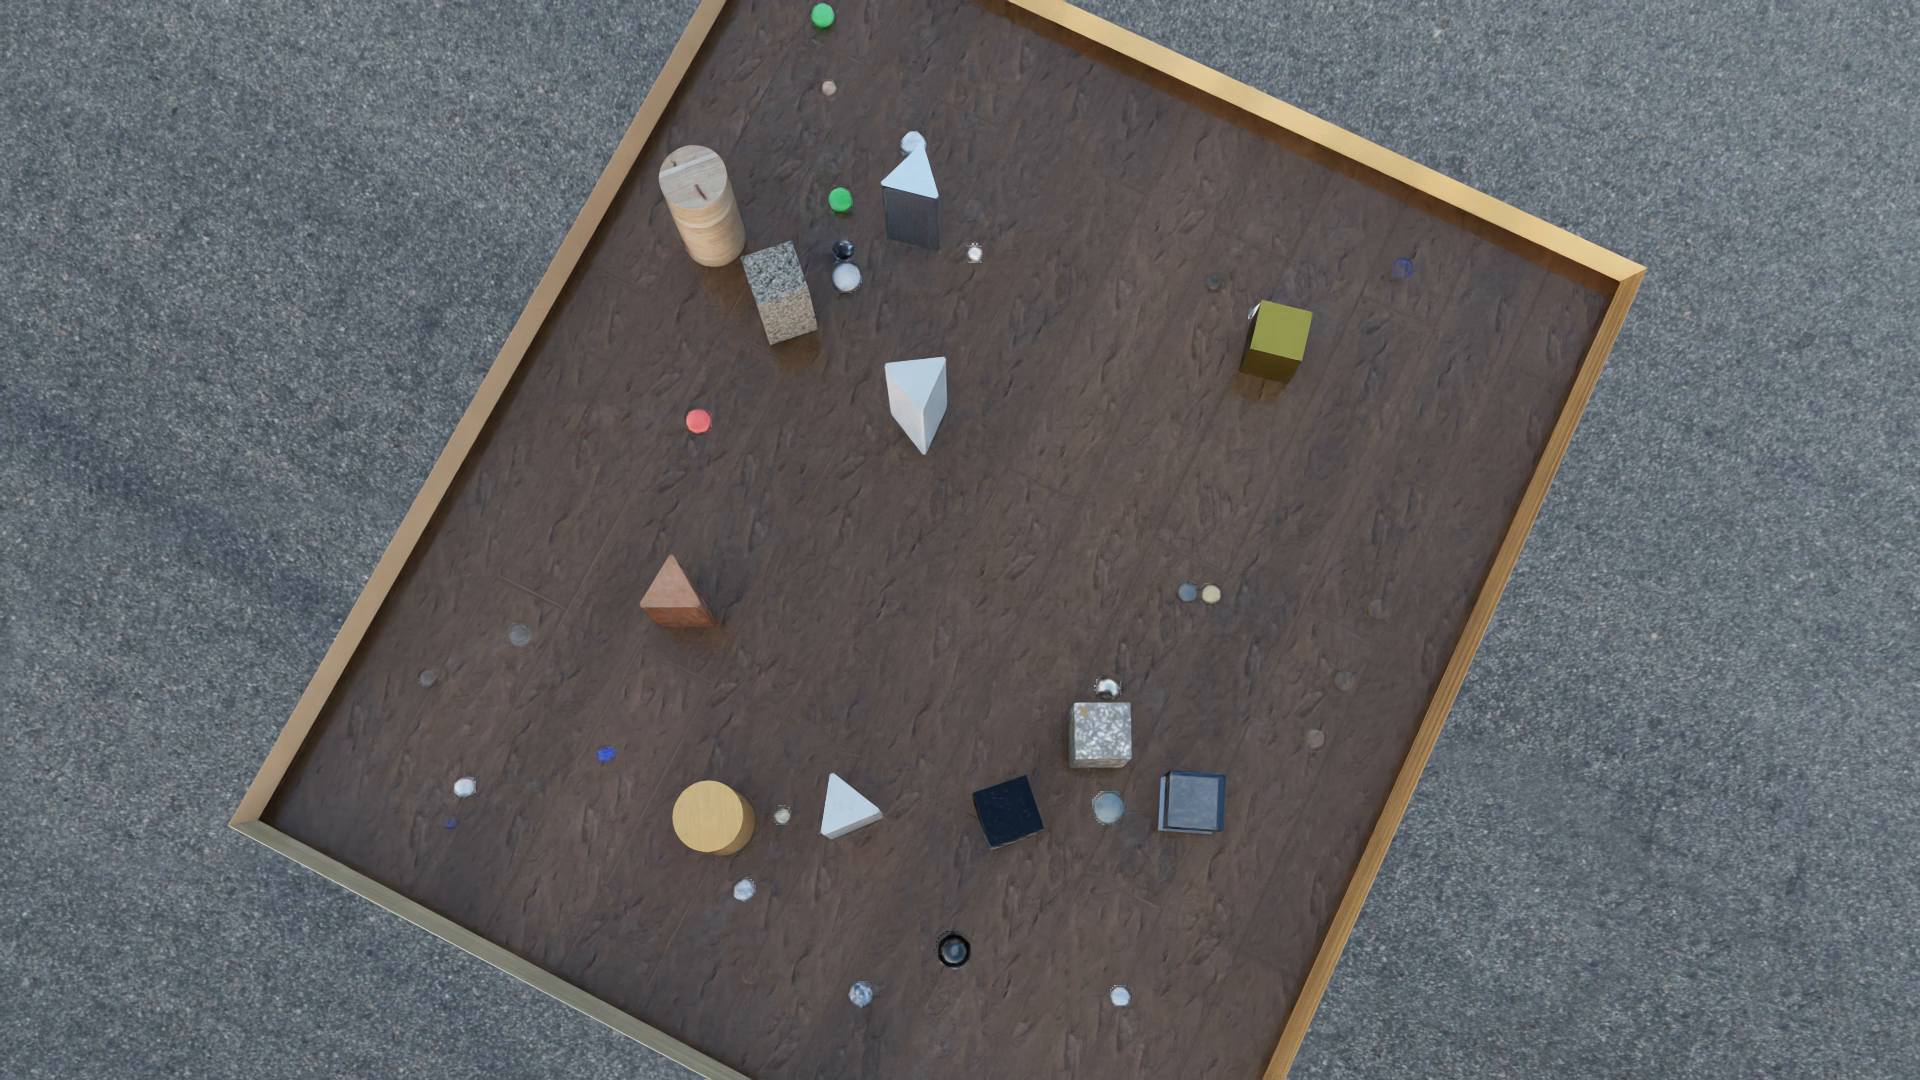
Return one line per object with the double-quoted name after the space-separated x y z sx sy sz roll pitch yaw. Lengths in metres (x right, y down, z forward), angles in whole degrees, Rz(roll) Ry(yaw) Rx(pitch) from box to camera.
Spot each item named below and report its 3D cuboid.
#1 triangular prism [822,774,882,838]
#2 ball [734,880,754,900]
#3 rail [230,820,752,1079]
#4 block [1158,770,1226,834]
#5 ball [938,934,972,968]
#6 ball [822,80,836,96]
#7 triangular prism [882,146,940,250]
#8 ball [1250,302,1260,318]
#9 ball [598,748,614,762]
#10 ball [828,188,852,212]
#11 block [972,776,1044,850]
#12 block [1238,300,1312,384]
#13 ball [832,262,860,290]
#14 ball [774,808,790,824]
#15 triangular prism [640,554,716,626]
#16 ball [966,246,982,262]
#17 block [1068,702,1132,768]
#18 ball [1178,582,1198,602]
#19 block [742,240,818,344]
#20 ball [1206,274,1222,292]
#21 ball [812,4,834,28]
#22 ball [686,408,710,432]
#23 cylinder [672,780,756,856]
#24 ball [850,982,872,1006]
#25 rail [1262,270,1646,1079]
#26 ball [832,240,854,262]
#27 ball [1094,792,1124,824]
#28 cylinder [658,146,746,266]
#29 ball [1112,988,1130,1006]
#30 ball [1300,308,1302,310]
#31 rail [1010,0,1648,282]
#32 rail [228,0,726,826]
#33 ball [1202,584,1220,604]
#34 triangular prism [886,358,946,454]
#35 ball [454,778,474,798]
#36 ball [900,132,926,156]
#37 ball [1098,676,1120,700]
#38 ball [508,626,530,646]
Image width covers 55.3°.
-0.335 0.756 5.308 0.172 0.297 0.149 -22 79 -4 "triangular prism"
-0.635 1.027 5.374 0.059 0.059 0.059 0 78 0 "ball"
-0.755 1.486 5.242 3.037 0.129 0.045 26 80 5 "rail"
0.673 0.765 5.329 0.159 0.254 0.159 4 78 1 "block"
-0.017 1.193 5.319 0.099 0.099 0.099 0 78 0 "ball"
-0.422 -1.455 5.894 0.046 0.046 0.046 0 78 0 "ball"
-0.130 -1.054 5.614 0.172 0.432 0.149 14 79 3 "triangular prism"
0.940 -0.710 5.726 0.069 0.069 0.069 0 78 0 "ball"
-1.053 0.640 5.461 0.045 0.045 0.045 0 78 0 "ball"
-0.378 -1.077 5.801 0.076 0.076 0.076 0 78 0 "ball"
0.136 0.792 5.299 0.159 0.301 0.159 -18 79 -4 "block"
0.966 -0.605 5.620 0.159 0.239 0.159 14 79 3 "block"
-0.357 -0.825 5.743 0.088 0.088 0.088 0 78 0 "ball"
-0.526 0.817 5.424 0.046 0.046 0.046 0 78 0 "ball"
-0.826 0.150 5.403 0.172 0.357 0.149 0 78 0 "triangular prism"
0.046 -0.901 5.778 0.049 0.049 0.049 0 78 0 "ball"
0.405 0.571 5.338 0.159 0.314 0.159 0 78 0 "block"
0.689 0.159 5.553 0.060 0.060 0.060 0 78 0 "ball"
-0.546 -0.748 5.579 0.159 0.378 0.159 -19 79 -4 "block"
0.798 -0.808 5.757 0.053 0.053 0.053 0 78 0 "ball"
-0.444 -1.697 5.930 0.075 0.075 0.075 0 78 0 "ball"
-0.808 -0.368 5.655 0.075 0.075 0.075 0 78 0 "ball"
-0.708 0.806 5.293 0.198 0.306 0.198 0 78 0 "cylinder"
-0.288 1.317 5.310 0.067 0.067 0.067 0 78 0 "ball"
1.337 0.661 5.413 0.045 0.129 3.424 26 80 5 "rail"
-0.367 -0.911 5.771 0.066 0.066 0.066 0 78 0 "ball"
0.440 0.791 5.407 0.090 0.090 0.090 0 78 0 "ball"
-0.779 -1.009 5.579 0.198 0.484 0.198 0 78 0 "cylinder"
0.465 1.325 5.315 0.053 0.053 0.053 0 78 0 "ball"
1.052 -0.695 5.728 0.064 0.064 0.064 0 78 0 "ball"
0.755 -1.472 5.855 3.037 0.129 0.045 26 80 5 "rail"
-1.337 -0.648 5.684 0.045 0.129 3.424 26 80 5 "rail"
0.762 0.164 5.553 0.058 0.058 0.058 0 78 0 "ball"
-0.102 -0.425 5.452 0.149 0.495 0.172 -36 81 -7 "triangular prism"
-1.470 0.735 5.435 0.058 0.058 0.058 0 78 0 "ball"
-0.149 -1.260 5.836 0.081 0.081 0.081 0 78 0 "ball"
0.446 0.445 5.490 0.069 0.069 0.069 0 78 0 "ball"
-1.328 0.288 5.525 0.062 0.062 0.062 0 78 0 "ball"
